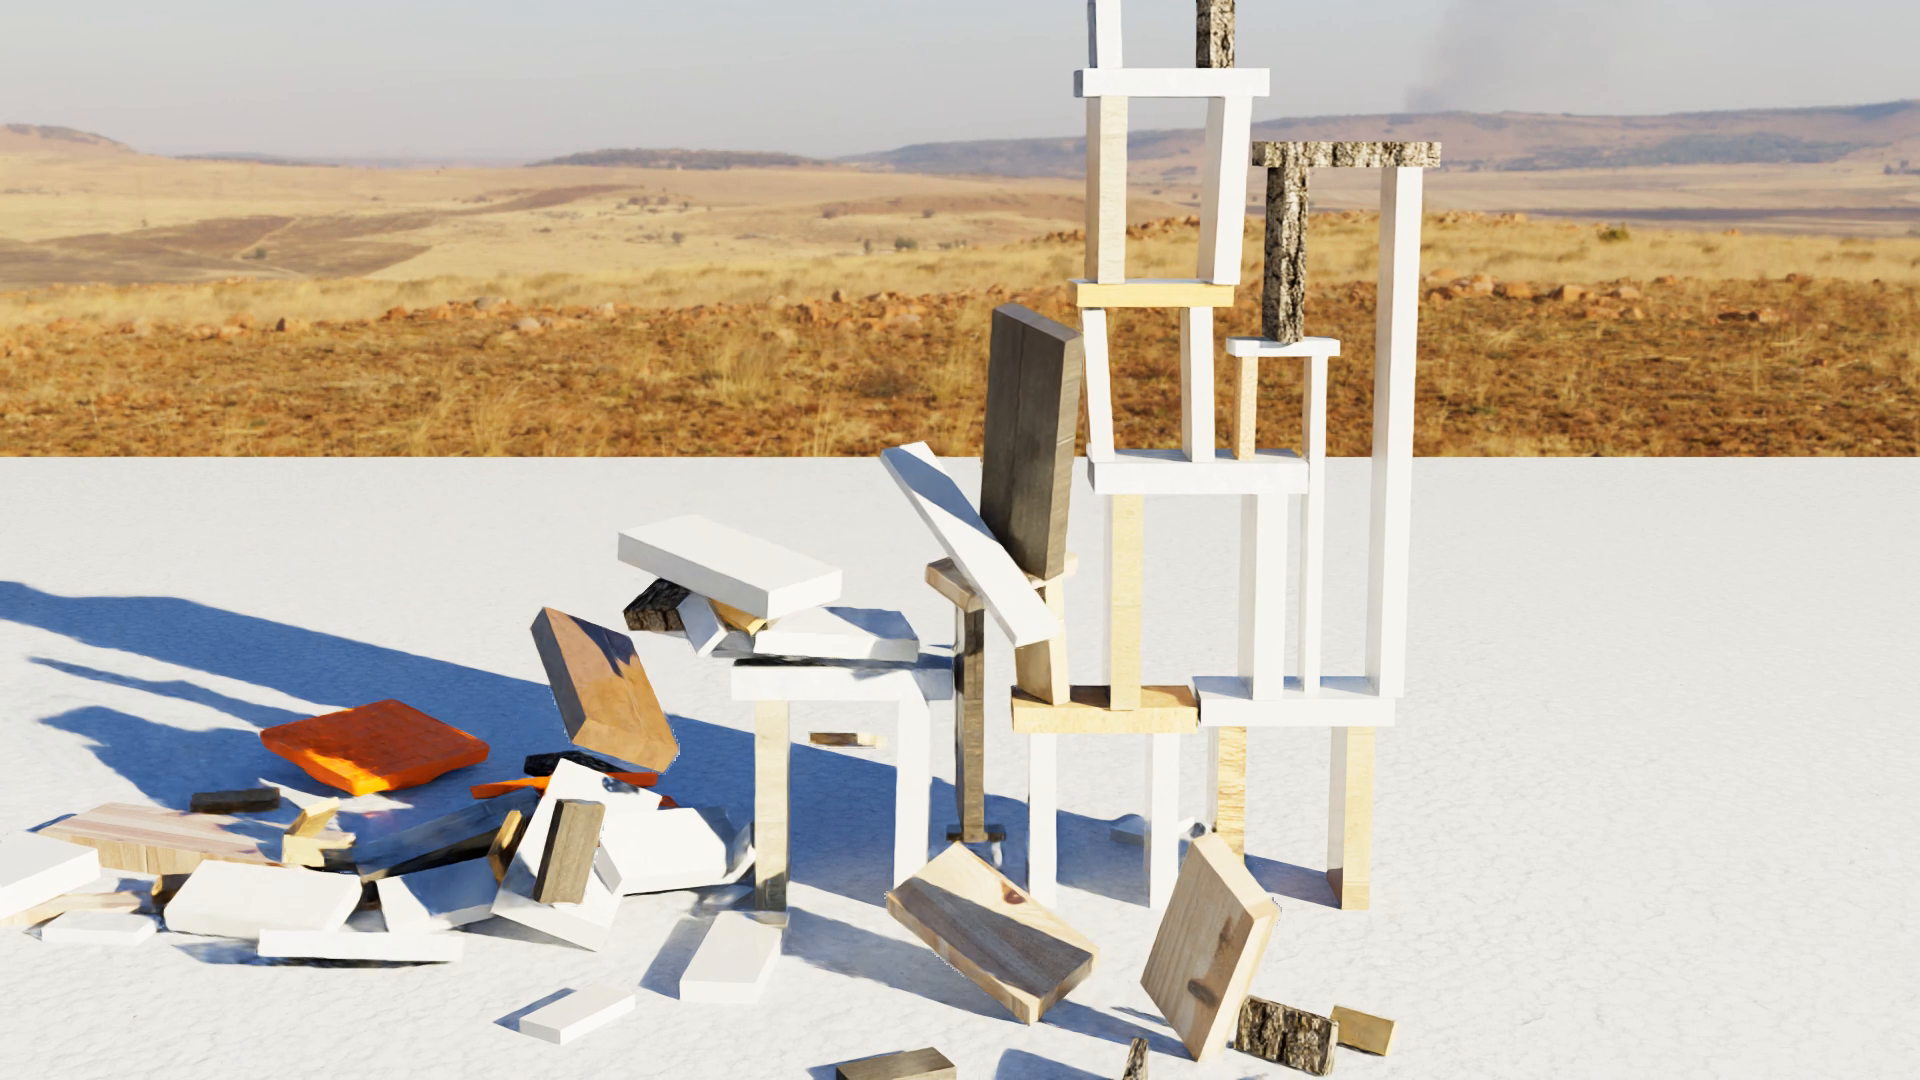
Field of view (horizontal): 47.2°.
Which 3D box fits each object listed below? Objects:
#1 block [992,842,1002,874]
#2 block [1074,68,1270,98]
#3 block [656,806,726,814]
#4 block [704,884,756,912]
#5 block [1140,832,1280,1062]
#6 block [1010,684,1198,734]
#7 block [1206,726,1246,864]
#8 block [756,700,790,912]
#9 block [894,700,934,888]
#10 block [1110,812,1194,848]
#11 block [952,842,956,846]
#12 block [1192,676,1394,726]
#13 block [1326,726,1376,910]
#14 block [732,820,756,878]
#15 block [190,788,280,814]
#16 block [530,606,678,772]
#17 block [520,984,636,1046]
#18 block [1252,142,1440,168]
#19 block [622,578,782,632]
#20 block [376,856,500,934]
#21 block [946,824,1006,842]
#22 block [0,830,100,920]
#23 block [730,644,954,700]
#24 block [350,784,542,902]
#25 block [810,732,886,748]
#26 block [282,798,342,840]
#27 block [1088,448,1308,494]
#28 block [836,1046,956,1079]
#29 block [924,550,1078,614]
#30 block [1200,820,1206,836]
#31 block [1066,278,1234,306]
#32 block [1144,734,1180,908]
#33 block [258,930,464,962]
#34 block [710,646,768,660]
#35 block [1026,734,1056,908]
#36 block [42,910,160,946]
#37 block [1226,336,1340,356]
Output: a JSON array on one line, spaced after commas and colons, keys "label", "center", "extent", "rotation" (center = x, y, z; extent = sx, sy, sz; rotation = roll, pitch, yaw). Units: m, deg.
[{"label": "block", "center": [0.062, 0.542, 3.664], "extent": [0.014, 0.096, 0.048], "rotation": [-2, 10, 0]}, {"label": "block", "center": [0.326, -0.710, 3.421], "extent": [0.285, 0.040, 0.143], "rotation": [-1, 11, -3]}, {"label": "block", "center": [-0.573, 0.502, 3.758], "extent": [0.317, 0.045, 0.158], "rotation": [1, 13, 7]}, {"label": "block", "center": [-0.379, 0.591, 3.626], "extent": [0.046, 0.013, 0.092], "rotation": [5, 12, 25]}, {"label": "block", "center": [0.333, 0.551, 2.968], "extent": [0.042, 0.295, 0.148], "rotation": [-12, 45, -29]}, {"label": "block", "center": [0.234, 0.277, 3.611], "extent": [0.297, 0.042, 0.148], "rotation": [0, 11, -1]}, {"label": "block", "center": [0.439, 0.438, 3.639], "extent": [0.044, 0.311, 0.155], "rotation": [0, 11, 0]}, {"label": "block", "center": [-0.309, 0.415, 3.641], "extent": [0.050, 0.355, 0.177], "rotation": [1, 10, -2]}, {"label": "block", "center": [-0.075, 0.414, 3.639], "extent": [0.050, 0.355, 0.177], "rotation": [2, 11, 1]}, {"label": "block", "center": [0.349, 0.521, 3.980], "extent": [0.078, 0.022, 0.157], "rotation": [8, 13, 38]}, {"label": "block", "center": [-0.004, 0.542, 3.663], "extent": [0.014, 0.096, 0.048], "rotation": [-4, 10, 0]}, {"label": "block", "center": [0.542, 0.263, 3.607], "extent": [0.310, 0.044, 0.155], "rotation": [0, 11, 0]}, {"label": "block", "center": [0.646, 0.438, 3.639], "extent": [0.044, 0.311, 0.155], "rotation": [0, 11, 0]}, {"label": "block", "center": [-0.352, 0.505, 3.593], "extent": [0.013, 0.046, 0.092], "rotation": [32, 26, -20]}, {"label": "block", "center": [-1.362, 0.492, 4.135], "extent": [0.156, 0.022, 0.078], "rotation": [-3, 11, -14]}, {"label": "block", "center": [-0.566, 0.233, 3.479], "extent": [0.164, 0.047, 0.329], "rotation": [23, 18, -33]}, {"label": "block", "center": [-0.546, 0.677, 3.143], "extent": [0.078, 0.022, 0.156], "rotation": [7, 12, 32]}, {"label": "block", "center": [0.603, -0.605, 3.448], "extent": [0.270, 0.038, 0.135], "rotation": [0, 11, -1]}, {"label": "block", "center": [-0.392, 0.097, 3.519], "extent": [0.265, 0.038, 0.133], "rotation": [-1, 26, 27]}, {"label": "block", "center": [-0.811, 0.569, 3.527], "extent": [0.224, 0.032, 0.112], "rotation": [-10, 35, -20]}, {"label": "block", "center": [0.026, 0.487, 3.657], "extent": [0.096, 0.014, 0.048], "rotation": [0, 11, 0]}, {"label": "block", "center": [-1.593, 0.564, 3.538], "extent": [0.180, 0.051, 0.359], "rotation": [7, 15, 26]}, {"label": "block", "center": [-0.188, 0.215, 3.601], "extent": [0.355, 0.050, 0.177], "rotation": [0, 11, 1]}, {"label": "block", "center": [-0.847, 0.504, 3.671], "extent": [0.317, 0.045, 0.158], "rotation": [-19, 15, -17]}, {"label": "block", "center": [-0.171, 0.303, 3.334], "extent": [0.056, 0.016, 0.113], "rotation": [14, -14, -42]}, {"label": "block", "center": [-1.101, 0.478, 3.732], "extent": [0.061, 0.017, 0.121], "rotation": [-18, -19, -44]}, {"label": "block", "center": [0.378, -0.111, 3.539], "extent": [0.335, 0.047, 0.167], "rotation": [0, 11, -1]}, {"label": "block", "center": [-0.086, 0.714, 2.944], "extent": [0.145, 0.021, 0.072], "rotation": [-5, 12, -25]}, {"label": "block", "center": [0.065, 0.046, 3.463], "extent": [0.221, 0.031, 0.110], "rotation": [-19, 37, -34]}, {"label": "block", "center": [0.466, 0.526, 3.974], "extent": [0.048, 0.014, 0.095], "rotation": [-1, 11, -6]}, {"label": "block", "center": [0.298, -0.391, 3.473], "extent": [0.245, 0.035, 0.122], "rotation": [-1, 11, -5]}, {"label": "block", "center": [0.333, 0.444, 3.643], "extent": [0.042, 0.297, 0.149], "rotation": [0, 10, 0]}, {"label": "block", "center": [-0.901, 0.612, 3.316], "extent": [0.268, 0.038, 0.134], "rotation": [1, -11, 5]}, {"label": "block", "center": [-0.357, 0.182, 3.598], "extent": [0.092, 0.013, 0.046], "rotation": [1, 13, 10]}, {"label": "block", "center": [0.134, 0.444, 3.644], "extent": [0.042, 0.297, 0.148], "rotation": [0, 11, 0]}, {"label": "block", "center": [-1.358, 0.614, 3.479], "extent": [0.157, 0.022, 0.078], "rotation": [1, 11, 7]}, {"label": "block", "center": [0.512, -0.309, 3.500], "extent": [0.166, 0.023, 0.083], "rotation": [-1, 11, -4]}]
